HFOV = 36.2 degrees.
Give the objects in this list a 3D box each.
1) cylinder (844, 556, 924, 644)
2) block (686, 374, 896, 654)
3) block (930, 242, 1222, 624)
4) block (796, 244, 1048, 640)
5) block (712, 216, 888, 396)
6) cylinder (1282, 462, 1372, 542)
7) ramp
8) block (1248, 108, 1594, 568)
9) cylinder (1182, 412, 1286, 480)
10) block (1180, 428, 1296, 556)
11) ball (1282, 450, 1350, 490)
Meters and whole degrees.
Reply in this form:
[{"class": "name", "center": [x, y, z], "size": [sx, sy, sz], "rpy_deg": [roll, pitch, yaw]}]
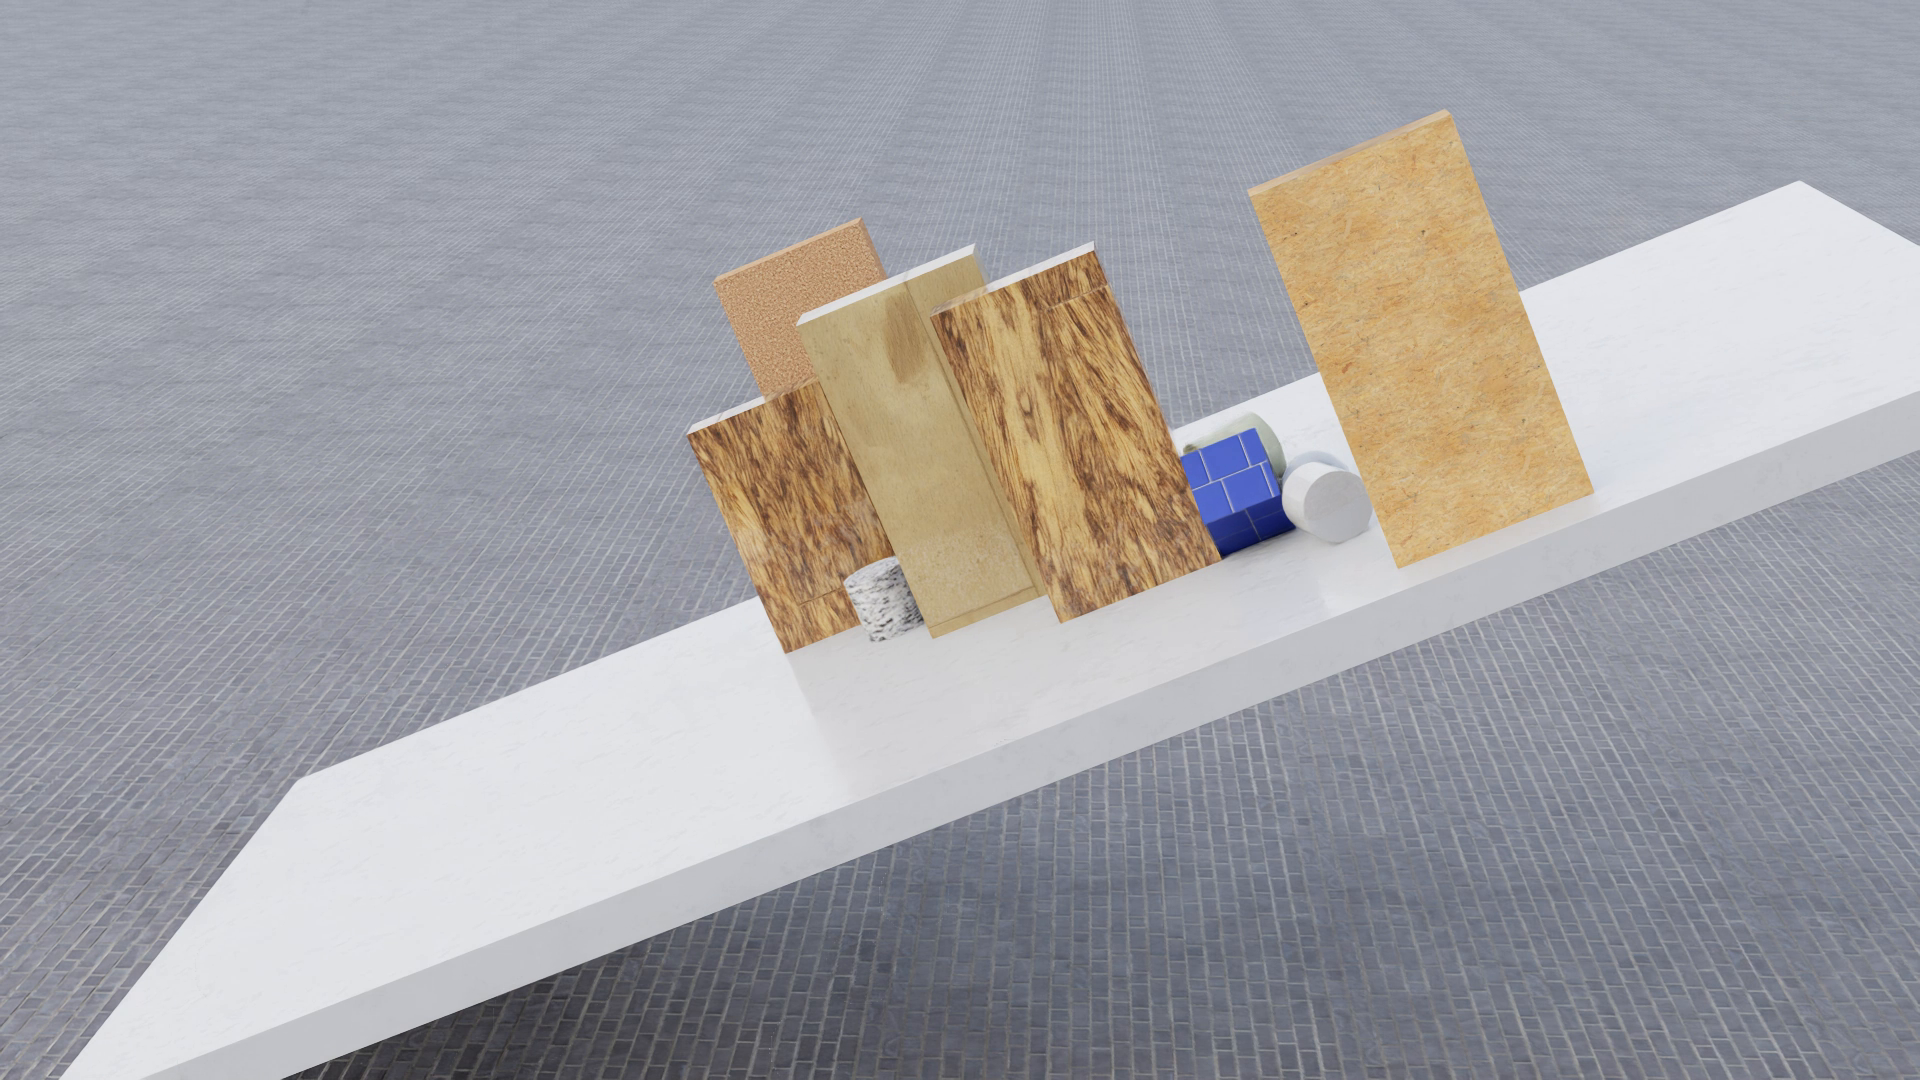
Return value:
[{"class": "cylinder", "center": [-0.161, 0.130, 6.420], "size": [0.143, 0.143, 0.143], "rpy_deg": [-22, 12, 5]}, {"class": "block", "center": [-0.346, -0.062, 6.615], "size": [0.333, 0.547, 0.112], "rpy_deg": [-22, 12, 8]}, {"class": "block", "center": [0.234, -0.213, 5.890], "size": [0.349, 0.677, 0.121], "rpy_deg": [-22, 12, 8]}, {"class": "block", "center": [-0.013, -0.206, 6.194], "size": [0.397, 0.726, 0.144], "rpy_deg": [-22, 12, 8]}, {"class": "block", "center": [-0.253, -0.329, 7.003], "size": [0.373, 0.789, 0.097], "rpy_deg": [-22, 12, 8]}, {"class": "cylinder", "center": [0.711, -0.074, 5.698], "size": [0.139, 0.139, 0.139], "rpy_deg": [-3, 9, -10]}, {"class": "ramp", "center": [0.127, 0.172, 6.288], "size": [4.000, 0.100, 2.000], "rpy_deg": [-22, 12, 8]}, {"class": "block", "center": [0.828, -0.356, 5.277], "size": [0.376, 0.733, 0.091], "rpy_deg": [-22, 12, 8]}, {"class": "cylinder", "center": [0.584, -0.167, 6.276], "size": [0.159, 0.159, 0.159], "rpy_deg": [-28, 24, -19]}, {"class": "block", "center": [0.554, -0.094, 5.862], "size": [0.161, 0.161, 0.161], "rpy_deg": [-22, -29, 8]}, {"class": "ball", "center": [0.709, -0.108, 5.838], "size": [0.142, 0.142, 0.142], "rpy_deg": [0, 14, 0]}]
